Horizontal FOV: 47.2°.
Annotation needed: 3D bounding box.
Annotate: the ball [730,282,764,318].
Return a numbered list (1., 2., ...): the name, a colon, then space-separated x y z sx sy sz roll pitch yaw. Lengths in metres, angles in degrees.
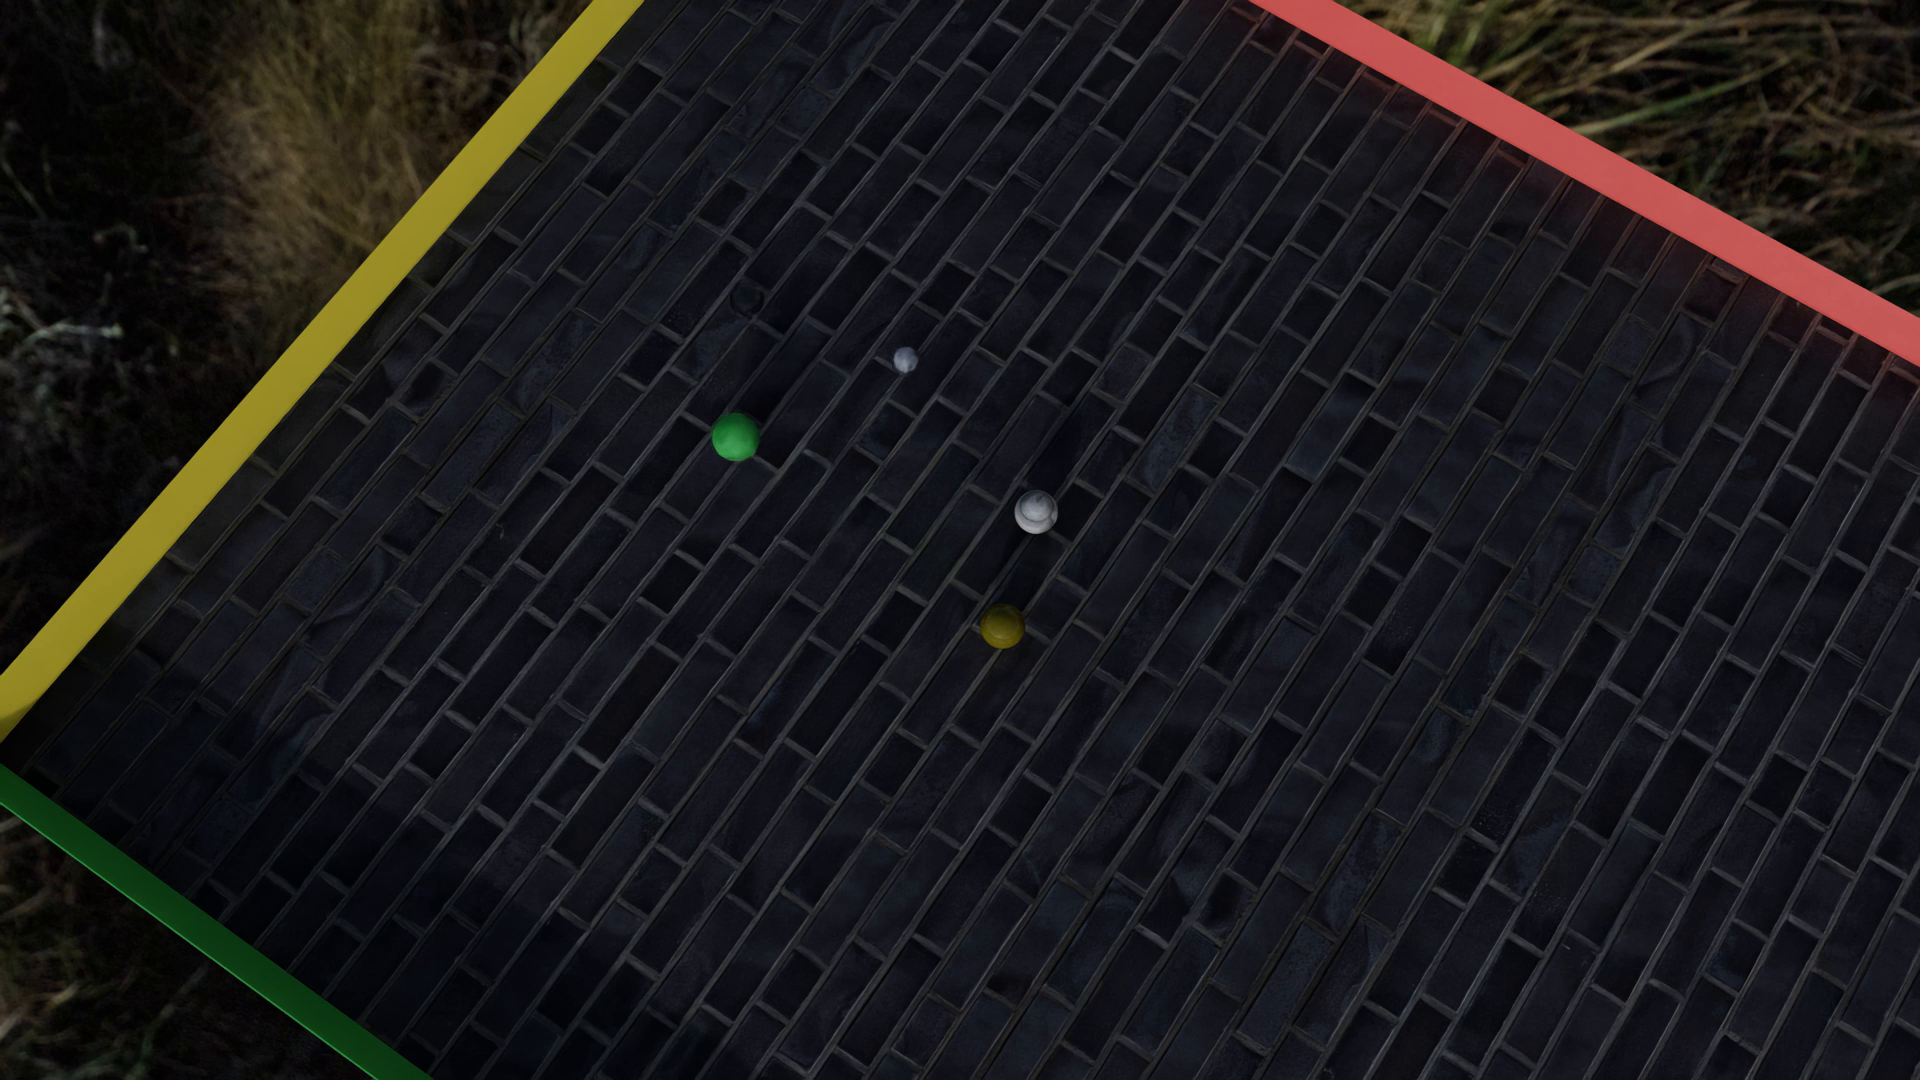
1. ball: -0.353 -0.398 3.647 0.058 0.058 0.058 0 68 0

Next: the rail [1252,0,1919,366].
1. rail: 1.522 -0.333 3.597 4.268 0.101 0.045 32 72 12

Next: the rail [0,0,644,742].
1. rail: -0.865 -0.548 3.683 0.045 0.101 2.330 32 72 12

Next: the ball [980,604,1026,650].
1. ball: 0.067 0.134 3.428 0.071 0.071 0.071 0 68 0

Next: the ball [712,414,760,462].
1. ball: -0.361 -0.166 3.544 0.078 0.078 0.078 0 68 0

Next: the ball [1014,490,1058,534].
1. ball: 0.121 -0.044 3.500 0.070 0.070 0.070 0 68 0

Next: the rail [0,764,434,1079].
1. rail: 0.248 1.426 2.895 4.268 0.101 0.045 32 72 12

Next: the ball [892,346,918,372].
1. ball: -0.089 -0.298 3.615 0.043 0.043 0.043 0 68 0
